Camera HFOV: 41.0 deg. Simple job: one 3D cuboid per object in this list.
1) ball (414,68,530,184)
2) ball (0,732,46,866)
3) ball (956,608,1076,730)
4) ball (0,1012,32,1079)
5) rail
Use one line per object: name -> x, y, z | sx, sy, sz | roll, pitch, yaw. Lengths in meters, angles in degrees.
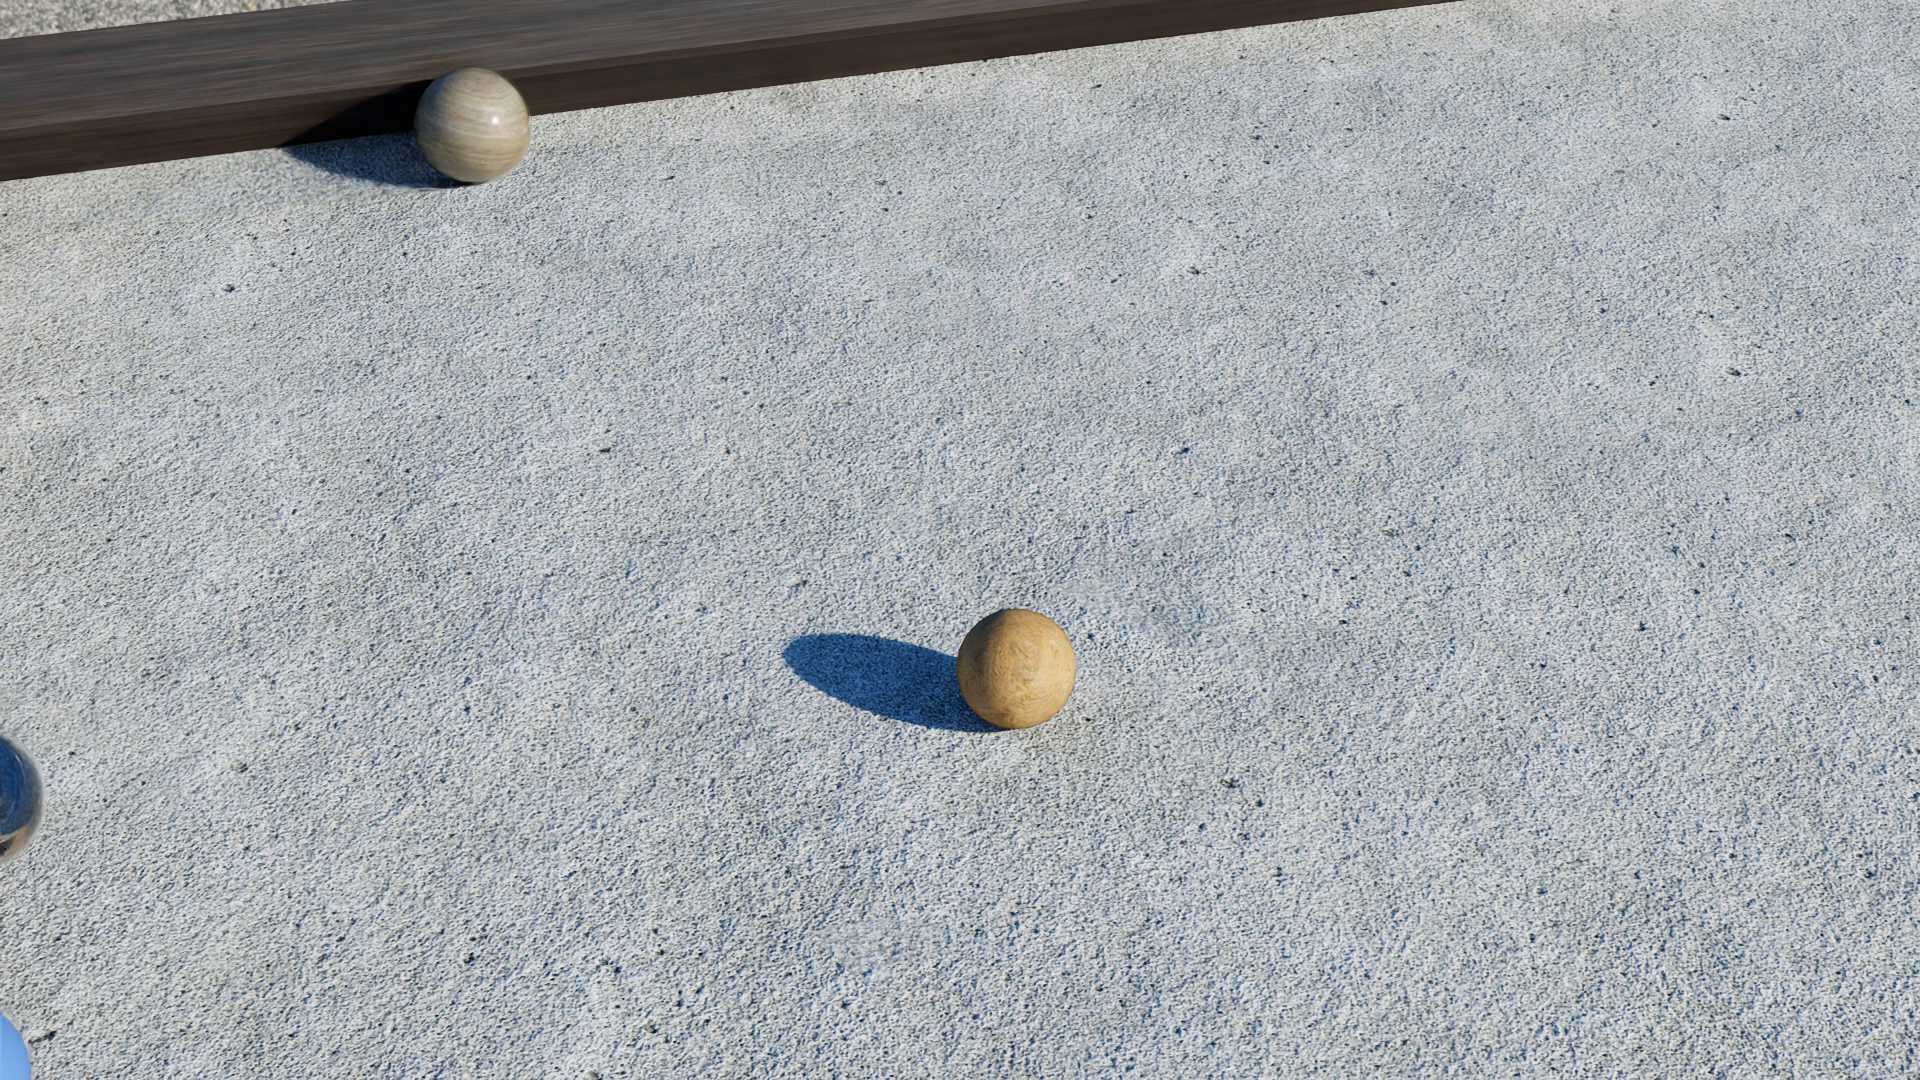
ball -> -0.386, -0.328, 2.028 | 0.090, 0.090, 0.090 | 0, 36, 0
ball -> -0.536, 0.140, 1.384 | 0.079, 0.079, 0.079 | 0, 36, 0
ball -> 0.033, 0.074, 1.484 | 0.070, 0.070, 0.070 | 0, 36, 0
ball -> -0.485, 0.257, 1.221 | 0.080, 0.080, 0.080 | 0, 36, 0
rail -> 0.451, -0.525, 2.279 | 2.690, 0.117, 0.045 | -9, 37, -13
